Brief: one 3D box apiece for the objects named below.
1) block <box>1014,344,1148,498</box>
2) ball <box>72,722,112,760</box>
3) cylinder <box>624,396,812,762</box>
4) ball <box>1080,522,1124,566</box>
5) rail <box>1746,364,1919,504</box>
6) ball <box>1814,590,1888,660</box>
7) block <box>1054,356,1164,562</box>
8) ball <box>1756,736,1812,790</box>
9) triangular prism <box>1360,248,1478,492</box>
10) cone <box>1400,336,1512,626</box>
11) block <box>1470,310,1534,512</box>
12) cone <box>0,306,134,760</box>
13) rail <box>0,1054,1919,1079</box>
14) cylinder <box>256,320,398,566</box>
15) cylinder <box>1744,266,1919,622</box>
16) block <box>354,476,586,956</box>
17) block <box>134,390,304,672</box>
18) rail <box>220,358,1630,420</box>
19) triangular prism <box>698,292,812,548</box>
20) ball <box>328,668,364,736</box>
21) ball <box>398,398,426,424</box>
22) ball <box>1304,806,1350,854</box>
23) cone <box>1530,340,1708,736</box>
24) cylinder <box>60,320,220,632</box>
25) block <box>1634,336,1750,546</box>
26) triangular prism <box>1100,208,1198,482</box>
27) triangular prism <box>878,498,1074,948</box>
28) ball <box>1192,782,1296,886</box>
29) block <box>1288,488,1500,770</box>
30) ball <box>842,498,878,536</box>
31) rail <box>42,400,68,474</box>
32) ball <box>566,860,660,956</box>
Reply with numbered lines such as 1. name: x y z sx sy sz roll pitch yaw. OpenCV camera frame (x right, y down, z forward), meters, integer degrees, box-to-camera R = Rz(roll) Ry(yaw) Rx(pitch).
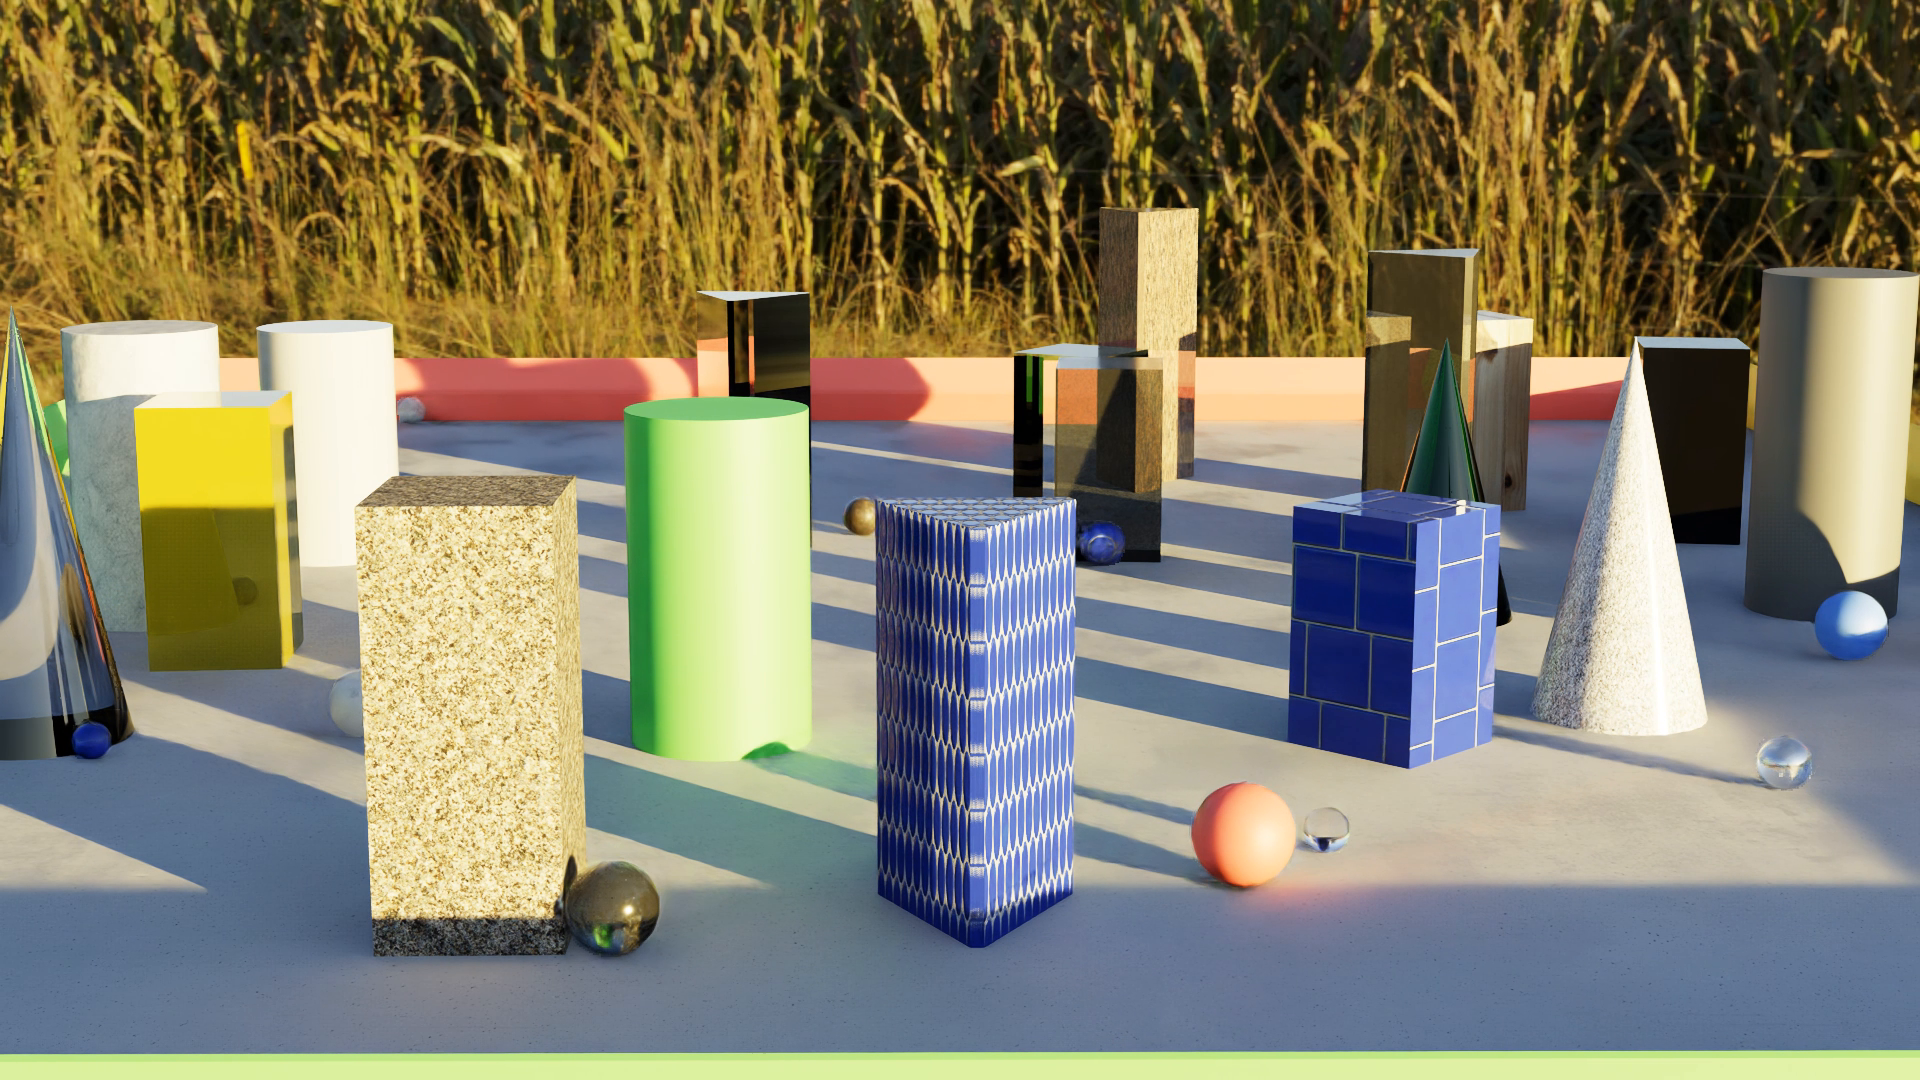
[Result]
1. block: 0.194 -0.166 4.118 0.158 0.277 0.158 7 12 31
2. ball: -0.922 0.213 2.724 0.041 0.041 0.041 0 10 0
3. cylinder: -0.261 0.038 2.782 0.197 0.364 0.197 0 10 0
4. ball: 0.208 0.006 3.774 0.065 0.065 0.065 0 10 0
5. rail: 1.592 0.031 3.458 0.045 0.128 3.797 0 10 0
6. ball: 1.104 0.106 3.178 0.086 0.086 0.086 0 10 0
7. block: 0.225 -0.123 3.862 0.158 0.287 0.158 1 11 4
8. ball: 0.839 0.227 2.611 0.054 0.054 0.054 0 10 0
9. triangular prism: 0.691 -0.180 3.675 0.171 0.466 0.148 10 15 44
10. cone: 0.641 -0.084 3.407 0.197 0.375 0.197 0 10 0
11. block: 0.837 -0.215 4.272 0.158 0.317 0.158 -3 11 -18
12. cone: -1.010 -0.018 2.775 0.197 0.476 0.197 0 10 0
13. rail: 0.011 0.374 1.605 3.232 0.128 0.045 0 10 0
14. cylinder: -0.942 -0.148 3.839 0.197 0.344 0.197 0 10 0
15. cylinder: 1.167 -0.131 3.442 0.197 0.455 0.197 0 10 0
16. block: -0.408 0.144 2.168 0.158 0.377 0.158 0 10 -1
17. block: -0.913 -0.014 3.174 0.158 0.323 0.158 -1 11 -5
18. rail: -0.011 -0.308 5.292 3.232 0.128 0.045 0 10 0
19. triangular prism: -0.338 -0.176 3.865 0.148 0.389 0.171 8 13 38
20. ball: -0.655 0.178 2.815 0.075 0.075 0.075 0 10 0
21. ball: -1.125 -0.265 5.260 0.056 0.056 0.056 0 10 0
22. ball: 0.343 0.271 2.400 0.044 0.044 0.044 0 10 0
23. cone: 0.749 -0.015 2.882 0.197 0.430 0.197 0 10 0
24. cylinder: -1.077 -0.089 3.402 0.197 0.387 0.197 0 10 0
25. block: 1.133 -0.157 4.004 0.158 0.302 0.158 2 11 9
26. triangular prism: 0.307 -0.347 4.547 0.148 0.477 0.171 8 13 38
27. triangular prism: 0.035 0.146 2.220 0.148 0.356 0.171 -6 12 -30
28. ball: 0.255 0.264 2.303 0.093 0.093 0.093 0 10 0
29. block: 0.469 0.092 2.773 0.158 0.261 0.158 10 14 43
30. ball: -0.154 -0.037 4.018 0.061 0.061 0.061 0 10 0
31. rail: -1.592 0.035 3.440 0.045 0.128 3.797 0 10 0
32. ball: -0.288 0.305 2.126 0.078 0.078 0.078 0 10 0
